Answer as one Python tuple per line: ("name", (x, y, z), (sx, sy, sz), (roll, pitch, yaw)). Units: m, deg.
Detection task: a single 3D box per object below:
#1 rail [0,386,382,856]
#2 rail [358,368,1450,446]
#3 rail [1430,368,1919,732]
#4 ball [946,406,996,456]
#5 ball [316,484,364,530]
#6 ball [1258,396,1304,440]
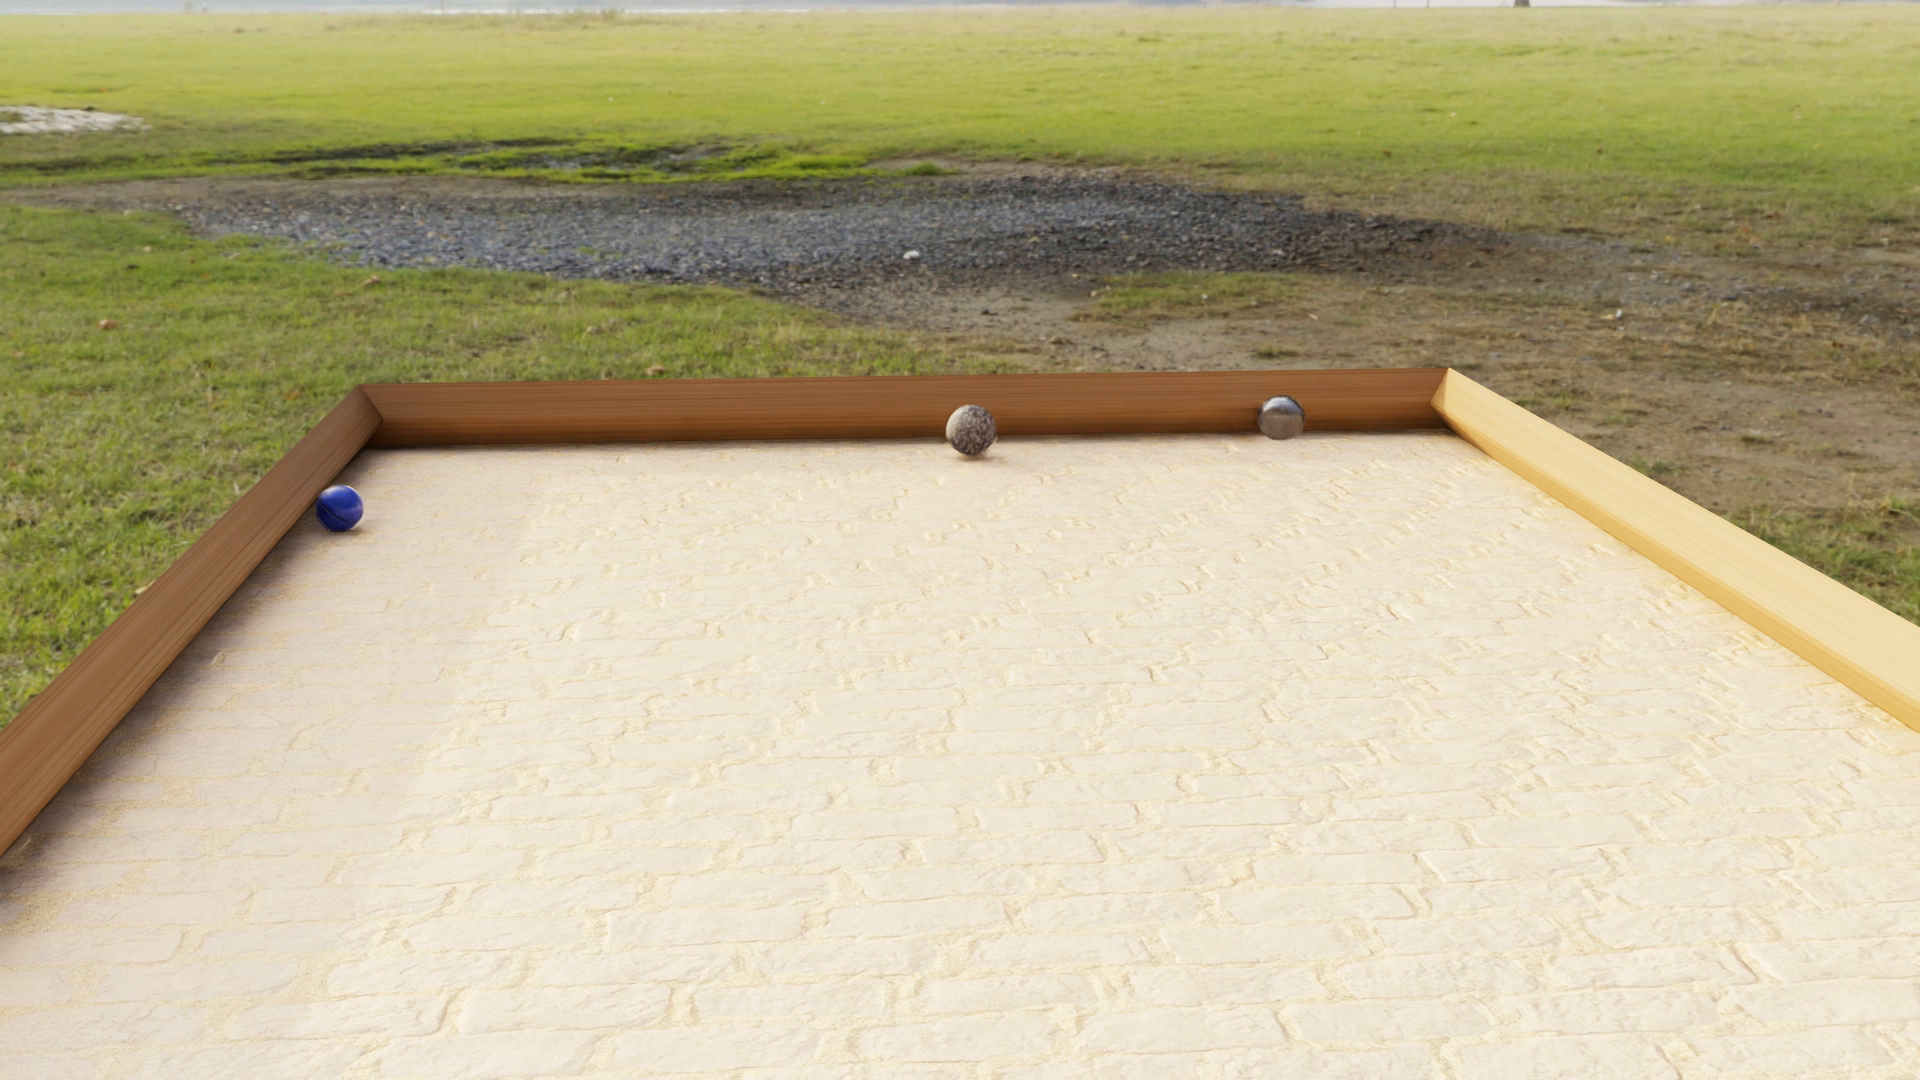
("rail", (-0.822, 0.219, 1.948), (0.045, 0.105, 3.531), (-1, 14, -5))
("rail", (-0.074, -0.221, 3.707), (1.850, 0.105, 0.045), (-1, 14, -5))
("rail", (0.974, 0.181, 2.098), (0.045, 0.105, 3.531), (-1, 14, -5))
("ball", (0.018, -0.179, 3.590), (0.081, 0.081, 0.081), (0, 14, 0))
("ball", (-0.871, -0.045, 3.091), (0.064, 0.064, 0.064), (0, 14, 0))
("ball", (0.540, -0.205, 3.704), (0.077, 0.077, 0.077), (0, 14, 0))
